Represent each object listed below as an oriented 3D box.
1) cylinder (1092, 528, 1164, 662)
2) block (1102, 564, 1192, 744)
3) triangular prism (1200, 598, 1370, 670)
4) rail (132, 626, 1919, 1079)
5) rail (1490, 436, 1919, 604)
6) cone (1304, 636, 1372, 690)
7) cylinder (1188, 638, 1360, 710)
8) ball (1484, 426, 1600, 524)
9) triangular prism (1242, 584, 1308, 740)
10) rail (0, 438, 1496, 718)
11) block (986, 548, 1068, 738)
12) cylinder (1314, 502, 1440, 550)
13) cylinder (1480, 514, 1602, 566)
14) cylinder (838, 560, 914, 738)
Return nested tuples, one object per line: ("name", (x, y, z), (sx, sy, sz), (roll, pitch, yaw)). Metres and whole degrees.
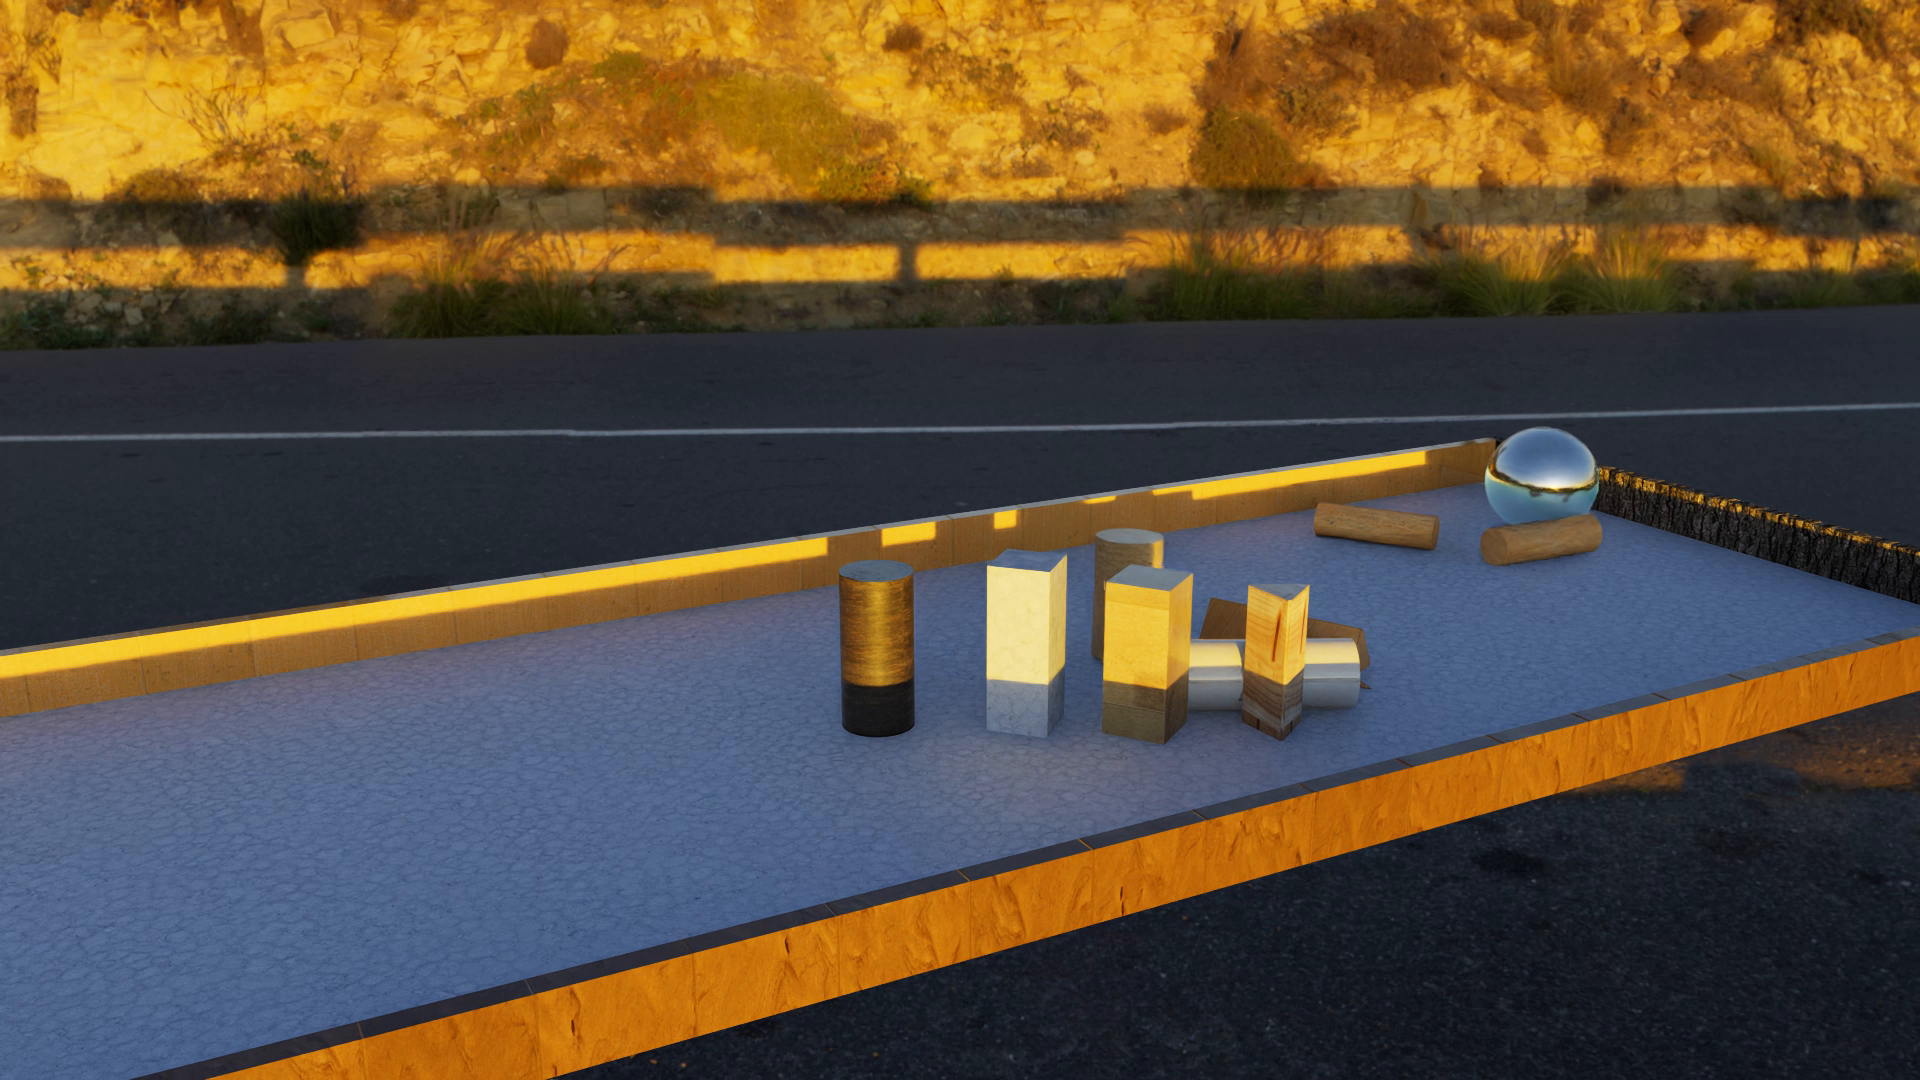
("cylinder", (0.434, 0.145, 4.276), (0.175, 0.319, 0.175), (1, 13, 0))
("block", (0.433, 0.262, 3.810), (0.153, 0.369, 0.153), (8, 18, 26))
("triangular prism", (0.846, 0.244, 4.308), (0.428, 0.115, 0.133), (12, 20, 35))
("rail", (-2.336, 1.006, 1.665), (12.000, 0.150, 0.050), (-9, 18, -27))
("rail", (2.466, -0.048, 5.253), (0.050, 0.150, 2.100), (-9, 18, -27))
("cone", (0.894, 0.311, 4.154), (0.314, 0.165, 0.165), (25, 26, 24))
("cylinder", (0.732, 0.321, 3.961), (0.416, 0.170, 0.170), (0, 16, -2))
("ball", (1.898, -0.193, 5.384), (0.354, 0.354, 0.354), (0, 16, 0))
("triangular prism", (0.753, 0.273, 3.824), (0.119, 0.340, 0.138), (-10, 19, -30))
("rail", (-3.305, 0.497, 3.399), (12.000, 0.150, 0.050), (-9, 18, -27))
("block", (0.155, 0.238, 3.835), (0.147, 0.400, 0.147), (5, 17, 18))
("cylinder", (1.343, -0.047, 5.322), (0.378, 0.109, 0.109), (8, 18, 27))
("cylinder", (1.816, -0.002, 5.153), (0.384, 0.119, 0.119), (-7, 18, -24))
("cylinder", (-0.192, 0.251, 3.834), (0.172, 0.377, 0.172), (0, 16, 0))
